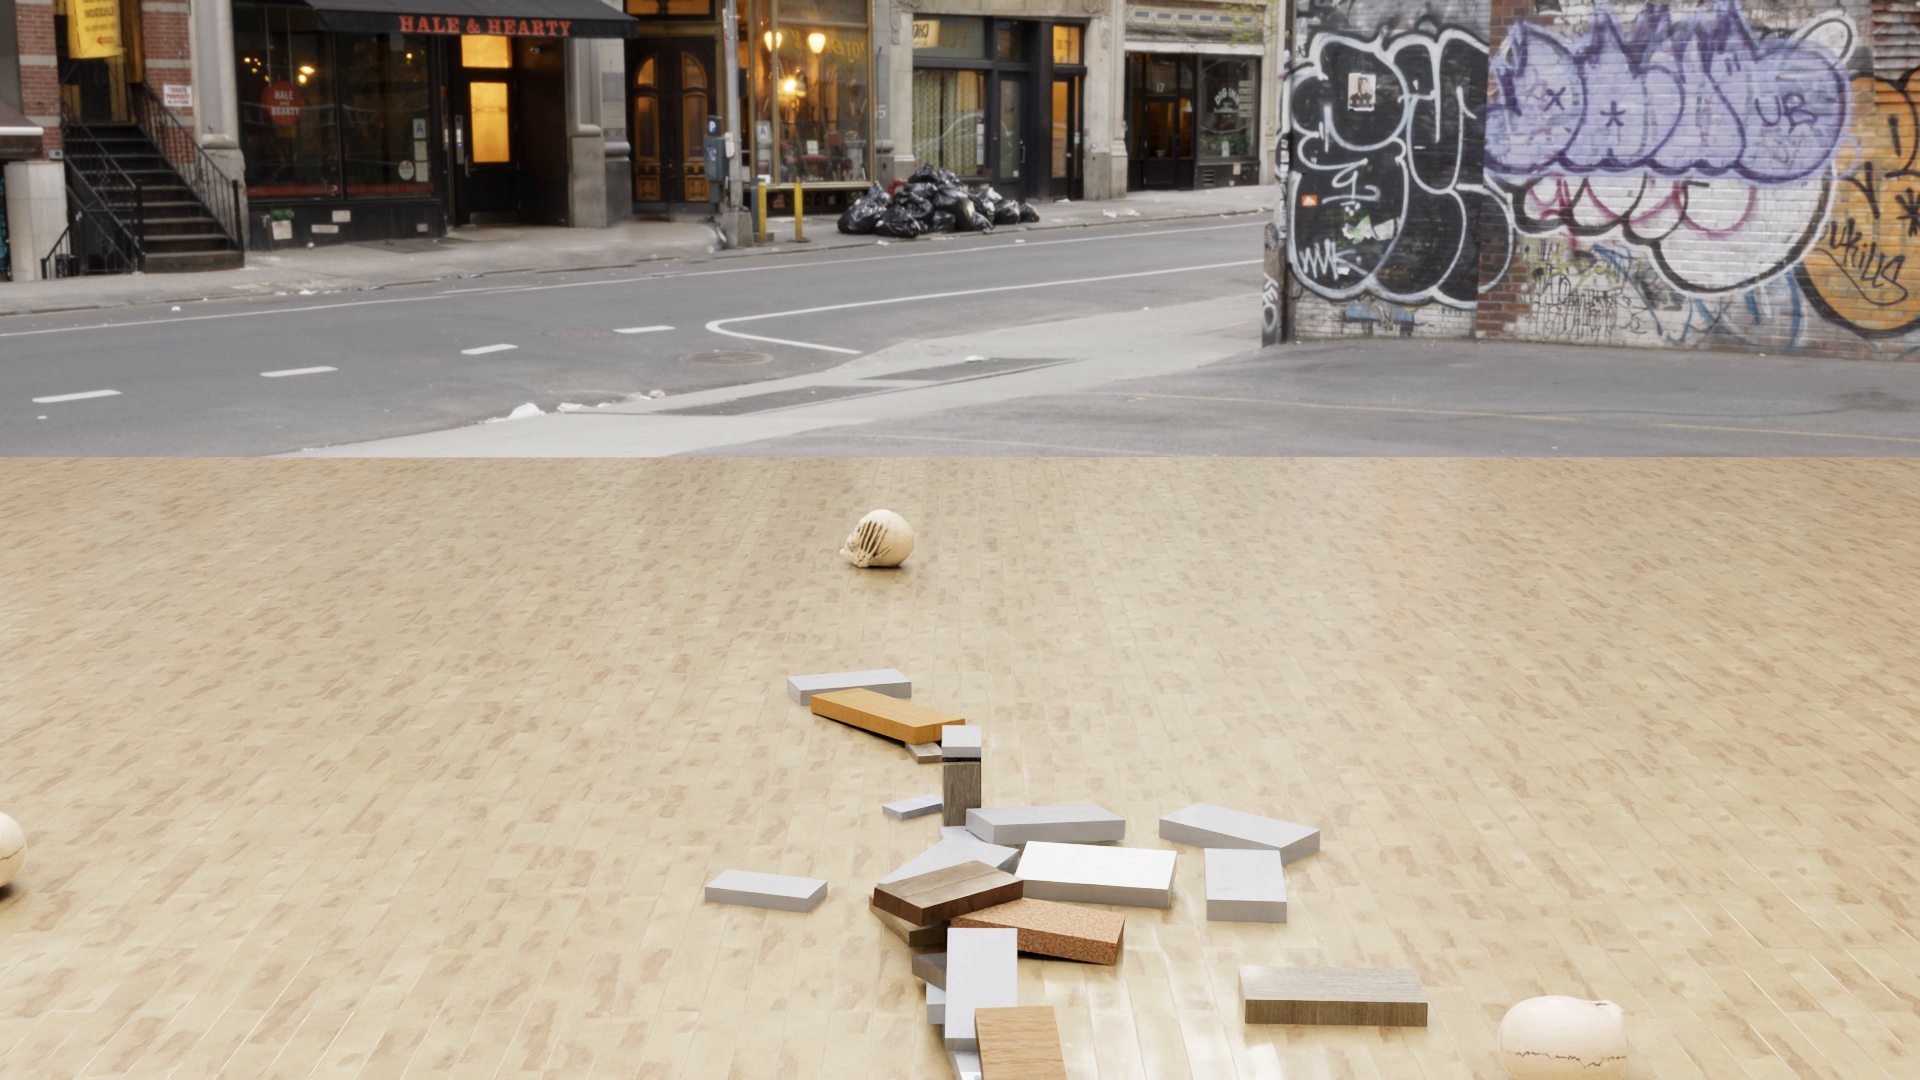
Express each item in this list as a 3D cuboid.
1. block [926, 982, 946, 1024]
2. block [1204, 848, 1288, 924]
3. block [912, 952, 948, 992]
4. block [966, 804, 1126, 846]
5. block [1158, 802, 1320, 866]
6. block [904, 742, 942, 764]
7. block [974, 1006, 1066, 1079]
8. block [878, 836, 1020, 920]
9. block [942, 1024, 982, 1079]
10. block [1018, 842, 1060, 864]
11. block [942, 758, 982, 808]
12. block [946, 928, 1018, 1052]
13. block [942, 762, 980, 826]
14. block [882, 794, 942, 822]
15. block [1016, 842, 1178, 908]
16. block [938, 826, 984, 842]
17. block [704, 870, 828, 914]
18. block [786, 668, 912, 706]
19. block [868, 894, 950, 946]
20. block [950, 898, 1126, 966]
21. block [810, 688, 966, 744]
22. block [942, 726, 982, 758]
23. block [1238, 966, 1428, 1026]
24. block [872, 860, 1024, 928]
[{"bbox_3d":[0.001,0.655,3.129,0.097,0.028,0.194,-2,-1,-1],"label":"block"},{"bbox_3d":[0.473,0.573,3.660,0.128,0.036,0.256,1,11,5],"label":"block"},{"bbox_3d":[0.004,0.629,3.202,0.097,0.028,0.194,-1,-1,-18],"label":"block"},{"bbox_3d":[0.153,0.508,3.932,0.256,0.036,0.128,1,6,-22],"label":"block"},{"bbox_3d":[0.498,0.524,3.924,0.257,0.036,0.128,9,14,39],"label":"block"},{"bbox_3d":[-0.071,0.431,4.480,0.058,0.016,0.116,-3,11,-14],"label":"block"},{"bbox_3d":[0.081,0.691,2.868,0.106,0.030,0.212,-1,29,-5],"label":"block"},{"bbox_3d":[-0.017,0.557,3.643,0.129,0.036,0.342,9,8,18],"label":"block"},{"bbox_3d":[0.042,0.701,2.989,0.106,0.030,0.212,-1,11,-8],"label":"block"},{"bbox_3d":[0.159,0.555,3.807,0.067,0.019,0.133,5,12,26],"label":"block"},{"bbox_3d":[0.003,0.457,3.996,0.071,0.142,0.020,0,11,0],"label":"block"},{"bbox_3d":[0.030,0.619,3.035,0.097,0.028,0.194,0,38,1],"label":"block"},{"bbox_3d":[0.002,0.467,3.967,0.067,0.133,0.019,-2,11,-8],"label":"block"},{"bbox_3d":[-0.081,0.500,4.111,0.116,0.016,0.058,-8,13,-38],"label":"block"},{"bbox_3d":[0.228,0.559,3.675,0.256,0.036,0.128,2,21,12],"label":"block"},{"bbox_3d":[0.005,0.537,3.902,0.067,0.019,0.133,-2,11,-8],"label":"block"},{"bbox_3d":[-0.321,0.581,3.644,0.182,0.026,0.091,3,11,18],"label":"block"},{"bbox_3d":[-0.251,0.332,4.961,0.256,0.036,0.128,-3,11,-18],"label":"block"},{"bbox_3d":[-0.072,0.604,3.526,0.091,0.026,0.182,-4,11,-22],"label":"block"},{"bbox_3d":[0.122,0.602,3.430,0.257,0.036,0.129,8,12,9],"label":"block"},{"bbox_3d":[-0.158,0.373,4.688,0.128,0.036,0.396,-7,10,-36],"label":"block"},{"bbox_3d":[0.003,0.368,4.028,0.071,0.020,0.142,0,11,0],"label":"block"},{"bbox_3d":[0.538,0.661,3.189,0.257,0.036,0.129,0,11,3],"label":"block"},{"bbox_3d":[-0.017,0.551,3.442,0.106,0.030,0.227,16,16,42],"label":"block"}]
